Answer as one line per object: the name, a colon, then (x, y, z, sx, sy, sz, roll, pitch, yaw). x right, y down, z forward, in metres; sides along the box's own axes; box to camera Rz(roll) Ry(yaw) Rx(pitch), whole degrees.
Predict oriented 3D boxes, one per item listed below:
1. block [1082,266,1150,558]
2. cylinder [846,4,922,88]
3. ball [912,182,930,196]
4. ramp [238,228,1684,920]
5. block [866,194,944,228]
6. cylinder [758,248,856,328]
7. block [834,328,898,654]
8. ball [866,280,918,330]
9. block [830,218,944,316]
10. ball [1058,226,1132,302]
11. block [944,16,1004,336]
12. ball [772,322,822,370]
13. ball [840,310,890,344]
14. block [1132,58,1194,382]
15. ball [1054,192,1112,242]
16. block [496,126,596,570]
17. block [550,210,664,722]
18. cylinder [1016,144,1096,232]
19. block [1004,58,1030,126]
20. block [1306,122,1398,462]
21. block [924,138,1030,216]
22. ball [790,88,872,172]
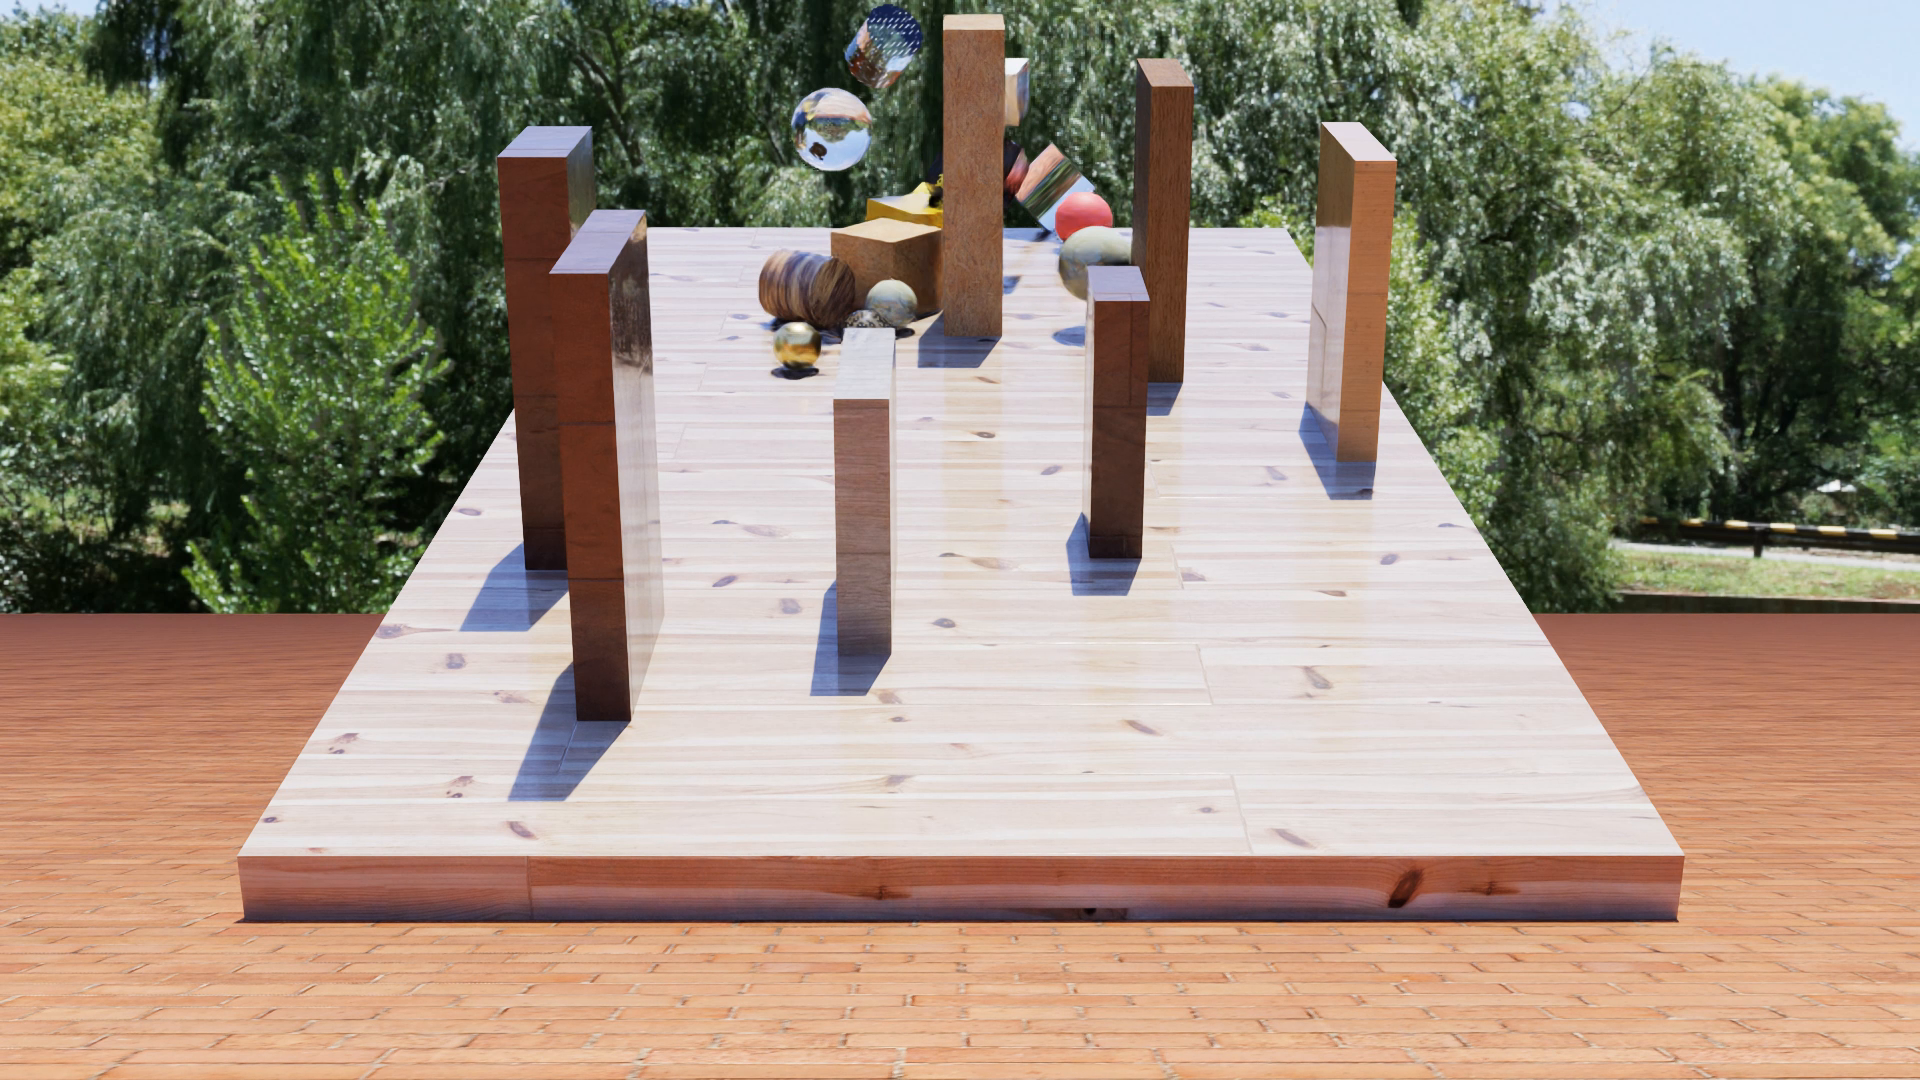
block: (0.290, -0.242, 4.266, 0.098, 0.492, 0.264, 0, 20, 0)
cylinder: (-0.209, -1.357, 6.248, 0.164, 0.164, 0.164, 1, -20, -24)
ball: (-0.074, -0.965, 6.521, 0.141, 0.141, 0.141, 0, -2, 0)
ramp: (-0.005, -0.209, 5.029, 2.000, 0.100, 4.000, 0, 20, 0)
block: (-0.117, -0.818, 6.205, 0.204, 0.204, 0.204, -13, 27, -41)
cylinder: (-0.391, -0.644, 5.807, 0.177, 0.177, 0.177, 15, 7, 34)
block: (-0.160, -0.094, 3.930, 0.090, 0.445, 0.442, 0, 20, 0)
ball: (-0.173, -0.594, 5.740, 0.131, 0.131, 0.131, 0, -2, 0)
block: (-0.189, -0.707, 5.932, 0.210, 0.210, 0.210, 15, 25, 35)
ball: (0.342, -0.692, 5.707, 0.194, 0.194, 0.194, 0, -2, 0)
block: (0.033, -0.914, 5.701, 0.147, 0.759, 0.266, 0, 20, 0)
ball: (-0.387, -0.462, 5.399, 0.117, 0.117, 0.117, 0, -2, 0)
ball: (-0.227, -0.493, 5.474, 0.126, 0.126, 0.126, 0, -2, 0)
block: (0.476, -0.766, 5.401, 0.096, 0.689, 0.423, 0, 20, 0)
ball: (0.359, -0.927, 6.588, 0.169, 0.169, 0.169, 0, -2, 0)
block: (-0.738, -0.353, 4.174, 0.119, 0.761, 0.300, 0, 20, 0)
block: (-0.556, -0.129, 3.631, 0.085, 0.715, 0.441, 0, 20, 0)
cylinder: (0.273, -1.054, 6.799, 0.190, 0.190, 0.190, -44, -12, 10)
block: (0.103, -1.228, 6.212, 0.146, 0.146, 0.146, 5, 29, 13)
block: (0.833, -0.539, 4.867, 0.084, 0.635, 0.444, 0, 20, 0)
block: (0.048, -1.003, 6.225, 0.201, 0.201, 0.201, 27, -4, 10)
ball: (-0.324, -1.035, 5.725, 0.207, 0.207, 0.207, 0, -2, 0)
